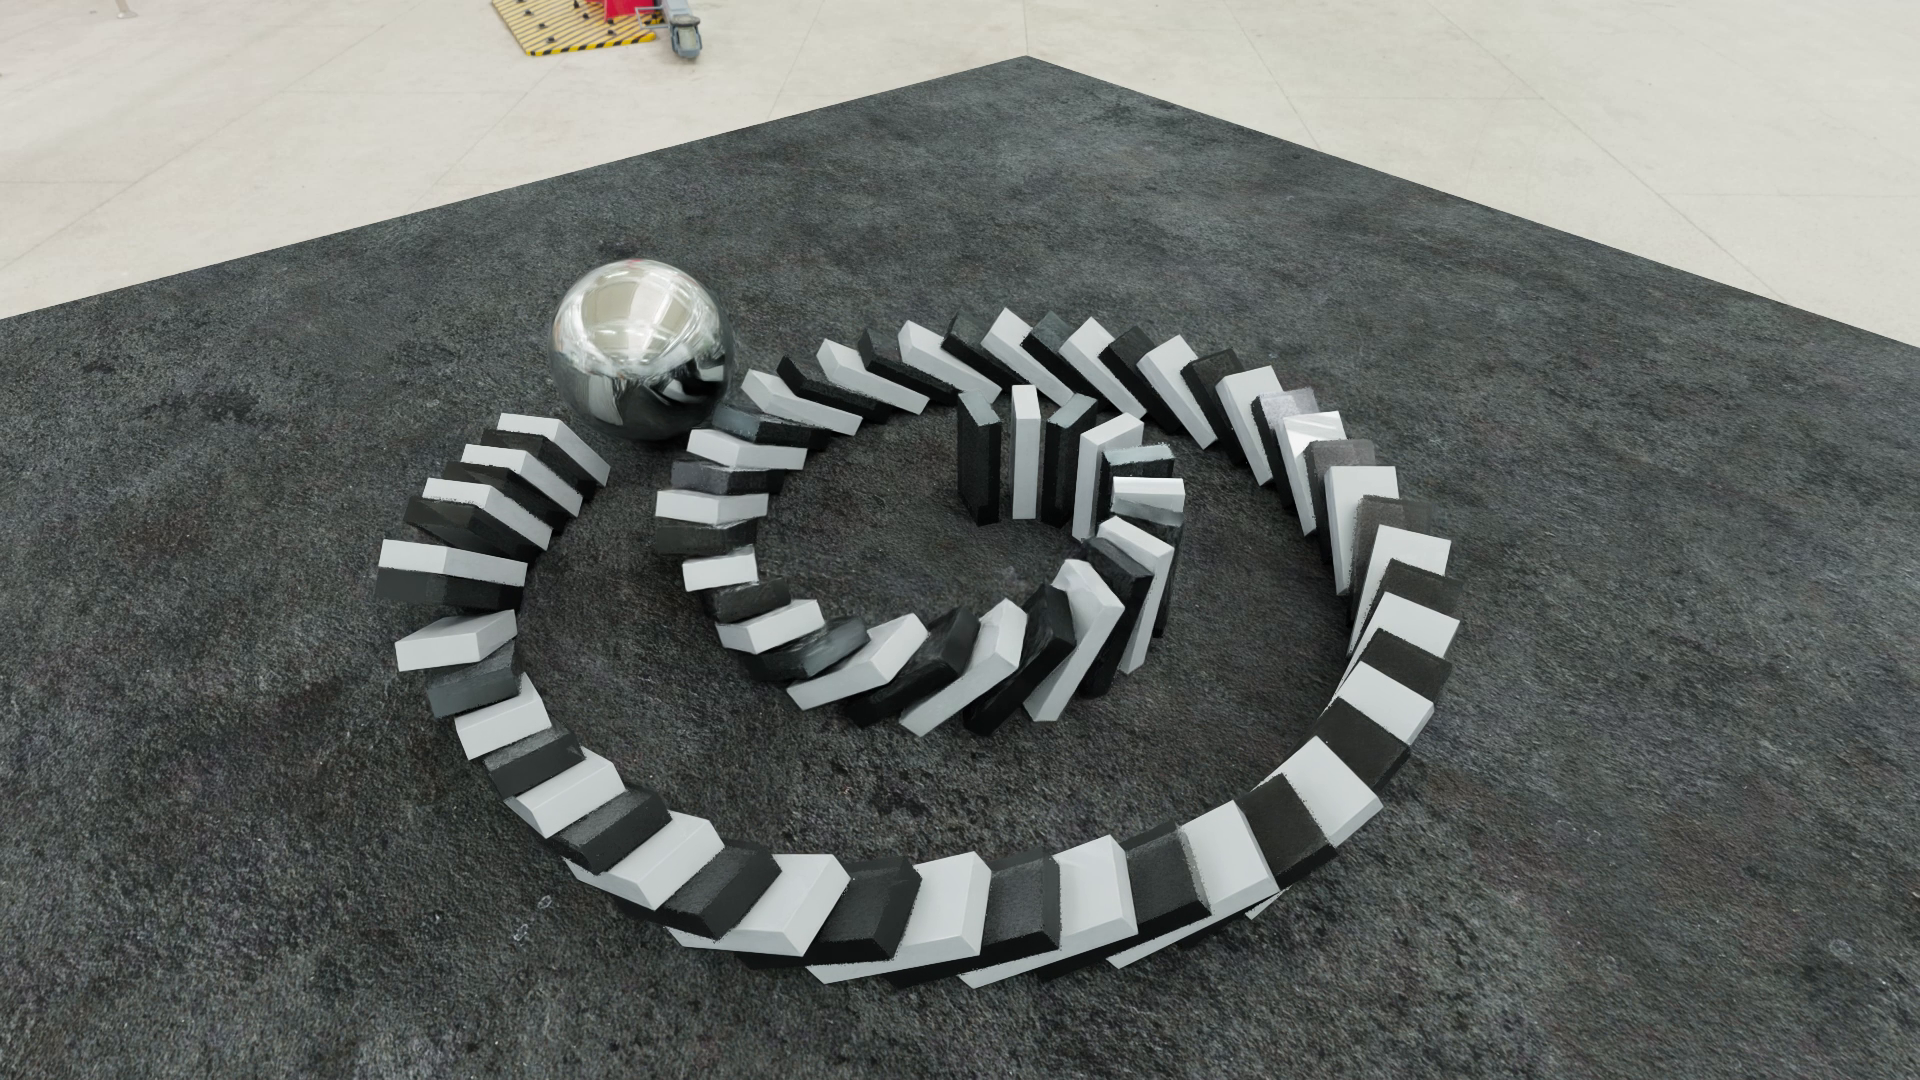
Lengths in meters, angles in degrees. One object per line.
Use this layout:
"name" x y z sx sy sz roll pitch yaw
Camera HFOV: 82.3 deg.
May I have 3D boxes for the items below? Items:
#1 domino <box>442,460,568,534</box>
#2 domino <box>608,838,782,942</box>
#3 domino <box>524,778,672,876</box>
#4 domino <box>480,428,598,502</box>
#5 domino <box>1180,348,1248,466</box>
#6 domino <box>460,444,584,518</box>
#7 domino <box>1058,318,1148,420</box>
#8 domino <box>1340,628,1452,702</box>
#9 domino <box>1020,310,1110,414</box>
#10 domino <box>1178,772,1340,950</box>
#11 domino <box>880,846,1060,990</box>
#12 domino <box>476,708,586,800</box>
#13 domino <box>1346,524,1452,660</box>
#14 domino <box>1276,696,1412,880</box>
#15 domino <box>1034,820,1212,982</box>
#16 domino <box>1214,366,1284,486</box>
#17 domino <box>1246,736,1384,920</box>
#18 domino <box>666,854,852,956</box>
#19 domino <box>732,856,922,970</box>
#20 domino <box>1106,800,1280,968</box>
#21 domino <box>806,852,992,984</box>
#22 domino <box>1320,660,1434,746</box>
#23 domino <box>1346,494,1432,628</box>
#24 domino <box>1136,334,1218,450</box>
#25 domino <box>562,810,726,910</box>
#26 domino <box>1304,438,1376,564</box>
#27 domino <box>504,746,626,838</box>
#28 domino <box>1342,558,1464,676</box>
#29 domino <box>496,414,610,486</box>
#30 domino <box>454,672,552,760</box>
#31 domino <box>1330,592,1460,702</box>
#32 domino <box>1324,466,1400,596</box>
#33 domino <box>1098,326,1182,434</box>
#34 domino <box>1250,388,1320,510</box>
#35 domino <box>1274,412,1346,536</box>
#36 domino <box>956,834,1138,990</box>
"domino" -0.178 -0.016 0.433 0.025 0.050 0.010 7 73 8
"domino" -0.075 0.095 0.307 0.050 0.010 0.025 -8 27 45
"domino" -0.108 0.082 0.324 0.025 0.009 0.050 -34 19 -34
"domino" -0.172 -0.030 0.450 0.025 0.050 0.009 7 73 8
"domino" 0.123 -0.061 0.497 0.025 0.009 0.050 -21 76 -24
"domino" -0.175 -0.023 0.442 0.025 0.050 0.009 7 73 9
"domino" 0.073 -0.081 0.522 0.050 0.009 0.025 43 48 0
"domino" 0.134 0.056 0.356 0.025 0.009 0.050 30 79 31
"domino" 0.055 -0.086 0.528 0.050 0.010 0.025 41 46 -2
"domino" 0.078 0.091 0.313 0.050 0.009 0.025 -35 42 8
"domino" 0.003 0.103 0.299 0.050 0.009 0.025 -23 34 22
"domino" -0.137 0.065 0.344 0.025 0.010 0.050 -26 15 -28
"domino" 0.158 0.022 0.397 0.025 0.009 0.050 15 74 16
"domino" 0.109 0.075 0.333 0.050 0.010 0.025 -48 52 -5
"domino" 0.041 0.099 0.303 0.050 0.009 0.025 -28 37 15
"domino" 0.135 -0.051 0.485 0.025 0.010 0.050 -15 74 -18
"domino" 0.095 0.084 0.321 0.050 0.010 0.025 -41 47 2
"domino" -0.056 0.099 0.302 0.050 0.010 0.025 -13 28 38
"domino" -0.036 0.102 0.300 0.050 0.010 0.025 -17 30 31
"domino" 0.060 0.096 0.307 0.050 0.010 0.025 -31 39 12
"domino" -0.017 0.103 0.299 0.050 0.009 0.025 -21 32 25
"domino" 0.123 0.066 0.344 0.025 0.009 0.050 33 81 34
"domino" 0.161 0.009 0.412 0.025 0.009 0.050 9 72 11
"domino" 0.107 -0.069 0.507 0.025 0.009 0.050 -32 82 -33
"domino" -0.092 0.089 0.315 0.050 0.010 0.025 -5 27 48
"domino" 0.156 -0.016 0.443 0.025 0.009 0.050 -2 71 -3
"domino" -0.123 0.074 0.334 0.025 0.010 0.050 -30 17 -31
"domino" 0.153 0.034 0.382 0.025 0.010 0.050 22 76 23
"domino" -0.169 -0.037 0.459 0.025 0.050 0.009 7 73 8
"domino" -0.149 0.056 0.356 0.025 0.010 0.050 -22 13 -24
"domino" 0.144 0.045 0.369 0.025 0.010 0.050 25 77 27
"domino" 0.158 -0.004 0.428 0.025 0.009 0.050 0 71 0
"domino" 0.091 -0.075 0.516 0.050 0.010 0.025 48 53 5
"domino" 0.145 -0.039 0.472 0.025 0.009 0.050 -9 72 -11
"domino" 0.151 -0.028 0.458 0.025 0.009 0.050 -7 71 -9
"domino" 0.022 0.102 0.300 0.050 0.009 0.025 -26 35 18
